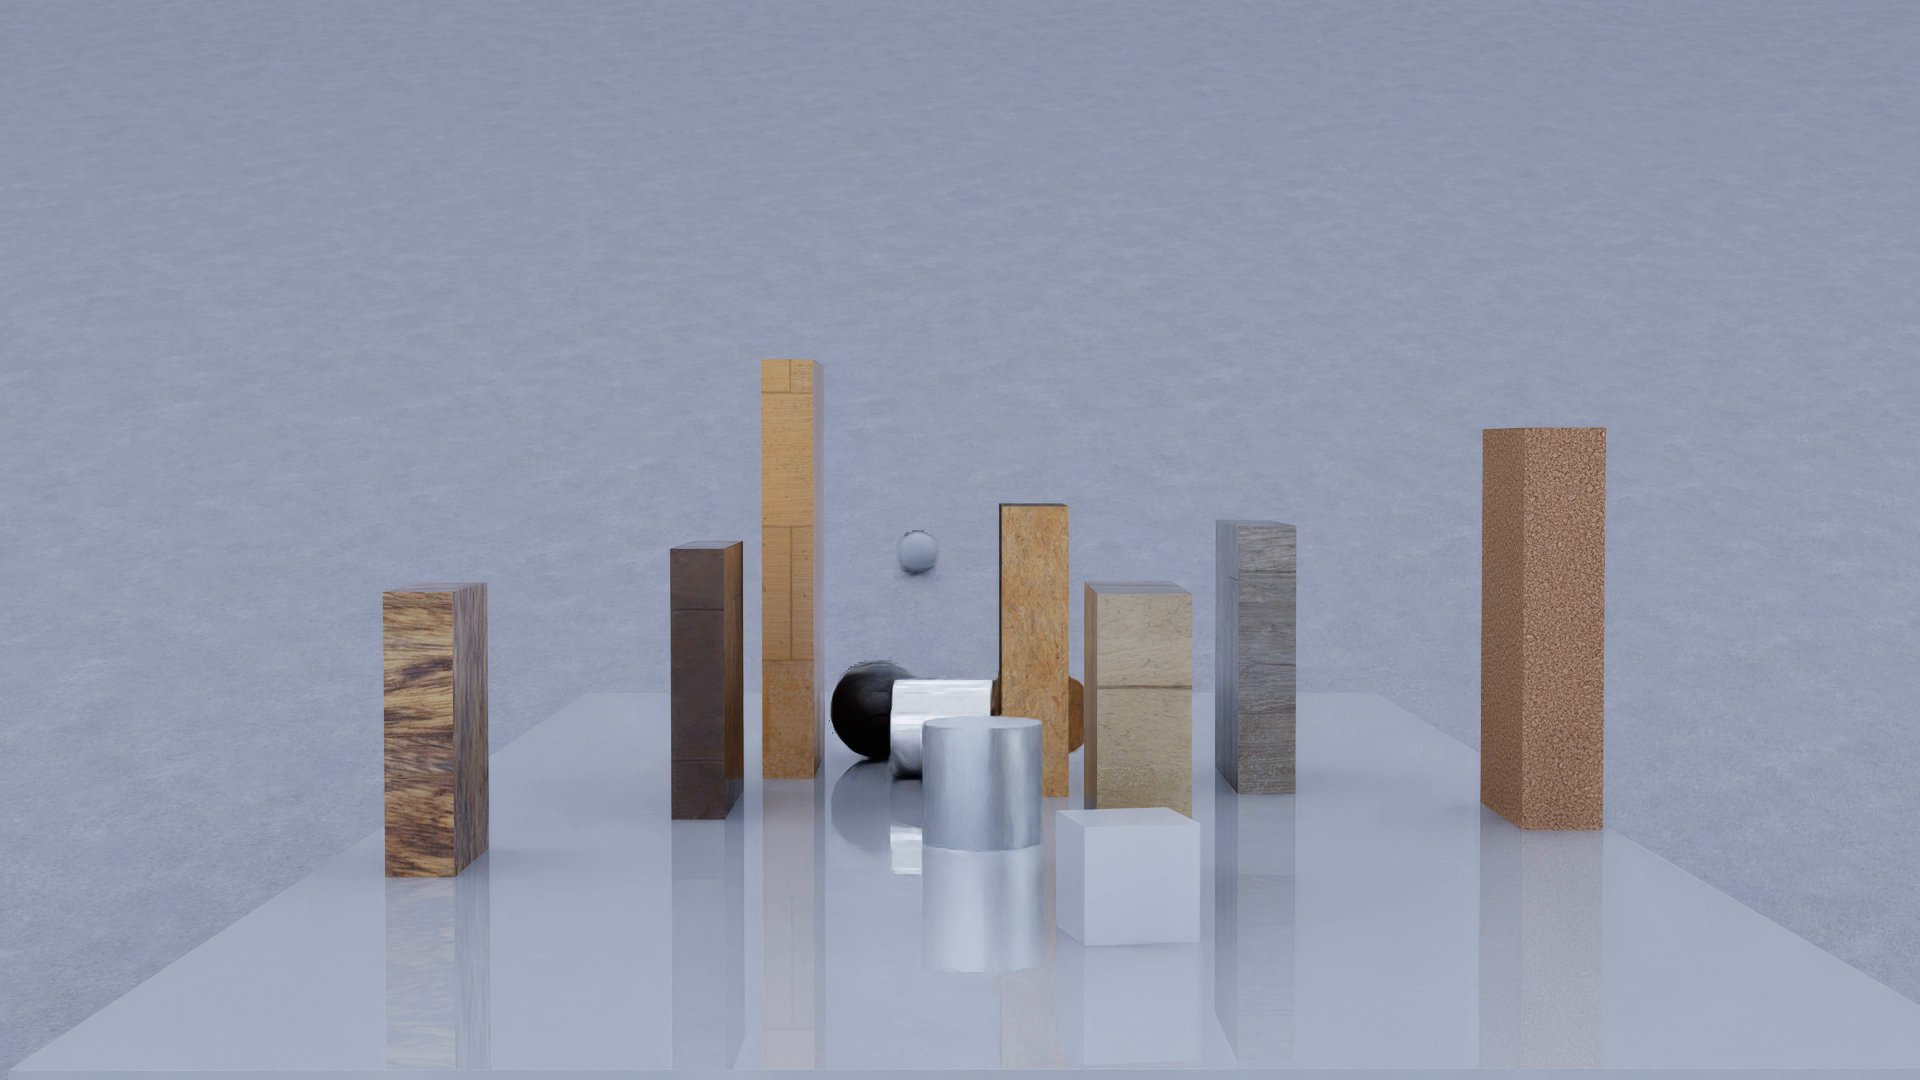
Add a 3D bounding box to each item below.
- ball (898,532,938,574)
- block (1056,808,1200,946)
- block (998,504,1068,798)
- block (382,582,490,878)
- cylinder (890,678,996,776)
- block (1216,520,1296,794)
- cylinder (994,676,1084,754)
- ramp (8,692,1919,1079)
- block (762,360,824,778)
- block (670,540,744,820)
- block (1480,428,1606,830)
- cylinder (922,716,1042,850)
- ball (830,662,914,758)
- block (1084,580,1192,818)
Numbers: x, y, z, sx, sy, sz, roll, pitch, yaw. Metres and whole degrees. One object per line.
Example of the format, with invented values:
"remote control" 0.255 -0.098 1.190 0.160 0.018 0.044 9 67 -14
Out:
"ball" -0.121 0.037 7.403 0.117 0.117 0.117 0 24 0
"block" 0.211 0.425 3.270 0.148 0.148 0.148 0 2 -12
"block" 0.133 0.193 4.705 0.118 0.515 0.301 0 2 0
"block" -0.777 0.275 3.835 0.099 0.411 0.276 0 2 0
"cylinder" -0.030 0.353 4.844 0.183 0.183 0.183 0 24 4
"block" 0.547 0.208 4.793 0.103 0.479 0.407 0 2 0
"cylinder" 0.159 0.350 5.237 0.164 0.164 0.164 -13 8 -27
"ramp" 0.056 0.506 4.550 2.000 0.100 4.000 0 2 0
"block" -0.322 0.048 5.006 0.096 0.784 0.397 0 2 0
"block" -0.436 0.233 4.471 0.089 0.451 0.383 0 2 0
"block" 0.972 0.138 4.313 0.131 0.650 0.331 0 2 0
"cylinder" 0.034 0.379 4.042 0.187 0.187 0.187 0 2 0
"ball" -0.163 0.339 5.149 0.193 0.193 0.193 0 24 0
"block" 0.247 0.277 3.619 0.127 0.421 0.348 0 2 0
